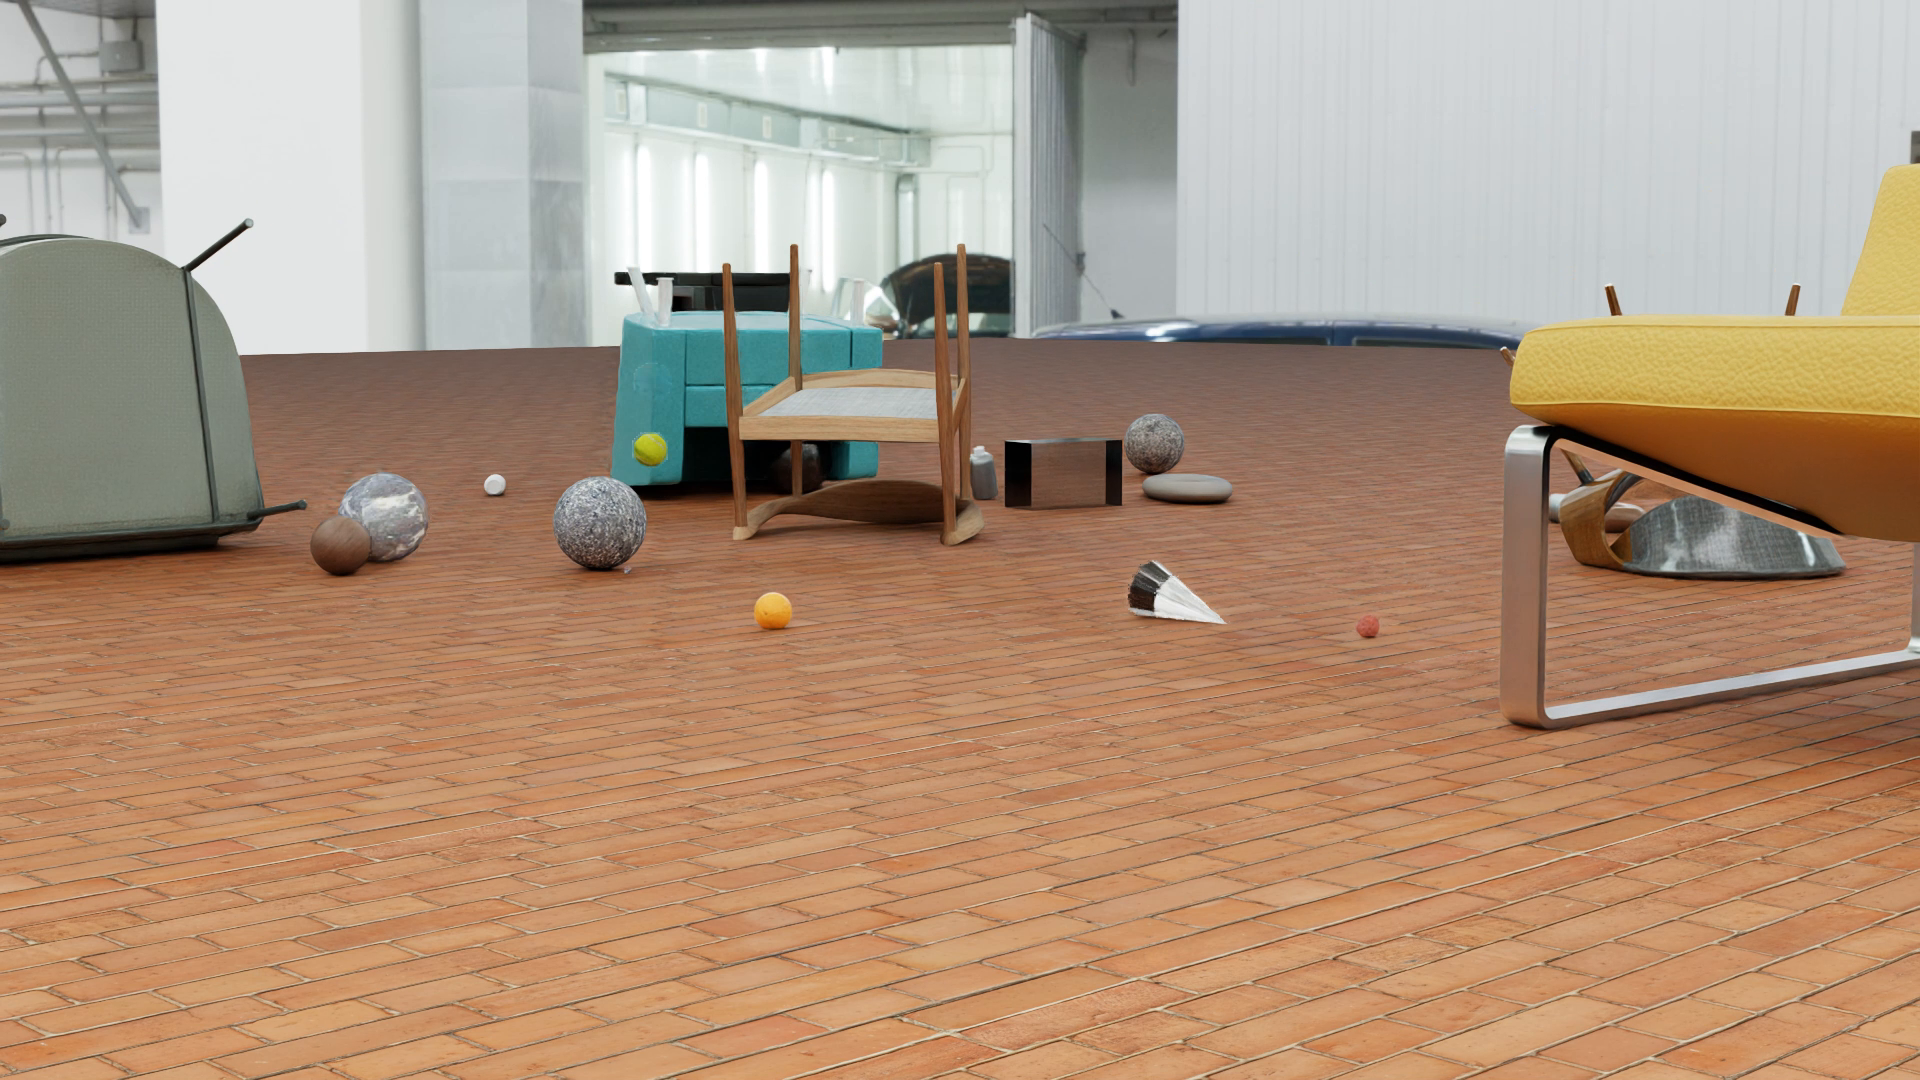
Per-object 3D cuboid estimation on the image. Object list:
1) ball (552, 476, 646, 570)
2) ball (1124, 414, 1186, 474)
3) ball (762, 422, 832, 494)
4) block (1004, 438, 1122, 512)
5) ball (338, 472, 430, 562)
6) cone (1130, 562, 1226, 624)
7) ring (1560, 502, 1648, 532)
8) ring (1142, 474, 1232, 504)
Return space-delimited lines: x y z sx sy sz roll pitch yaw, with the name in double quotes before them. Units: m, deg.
"ball" -0.809 -0.039 5.764 0.210 0.210 0.210 0 6 0
"ball" 0.647 -0.320 8.532 0.203 0.203 0.203 0 6 0
"ball" -0.493 -0.250 7.786 0.215 0.215 0.215 0 6 0
"block" 0.296 -0.190 7.330 0.310 0.190 0.140 -4 7 -31
"ball" -1.330 -0.053 5.924 0.205 0.205 0.205 0 6 0
"cone" 0.435 0.127 4.916 0.191 0.110 0.126 24 -9 34
"ring" 1.669 -0.058 6.654 0.223 0.068 0.187 5 8 31
"ring" 0.673 -0.154 7.602 0.248 0.063 0.487 -2 6 -9
